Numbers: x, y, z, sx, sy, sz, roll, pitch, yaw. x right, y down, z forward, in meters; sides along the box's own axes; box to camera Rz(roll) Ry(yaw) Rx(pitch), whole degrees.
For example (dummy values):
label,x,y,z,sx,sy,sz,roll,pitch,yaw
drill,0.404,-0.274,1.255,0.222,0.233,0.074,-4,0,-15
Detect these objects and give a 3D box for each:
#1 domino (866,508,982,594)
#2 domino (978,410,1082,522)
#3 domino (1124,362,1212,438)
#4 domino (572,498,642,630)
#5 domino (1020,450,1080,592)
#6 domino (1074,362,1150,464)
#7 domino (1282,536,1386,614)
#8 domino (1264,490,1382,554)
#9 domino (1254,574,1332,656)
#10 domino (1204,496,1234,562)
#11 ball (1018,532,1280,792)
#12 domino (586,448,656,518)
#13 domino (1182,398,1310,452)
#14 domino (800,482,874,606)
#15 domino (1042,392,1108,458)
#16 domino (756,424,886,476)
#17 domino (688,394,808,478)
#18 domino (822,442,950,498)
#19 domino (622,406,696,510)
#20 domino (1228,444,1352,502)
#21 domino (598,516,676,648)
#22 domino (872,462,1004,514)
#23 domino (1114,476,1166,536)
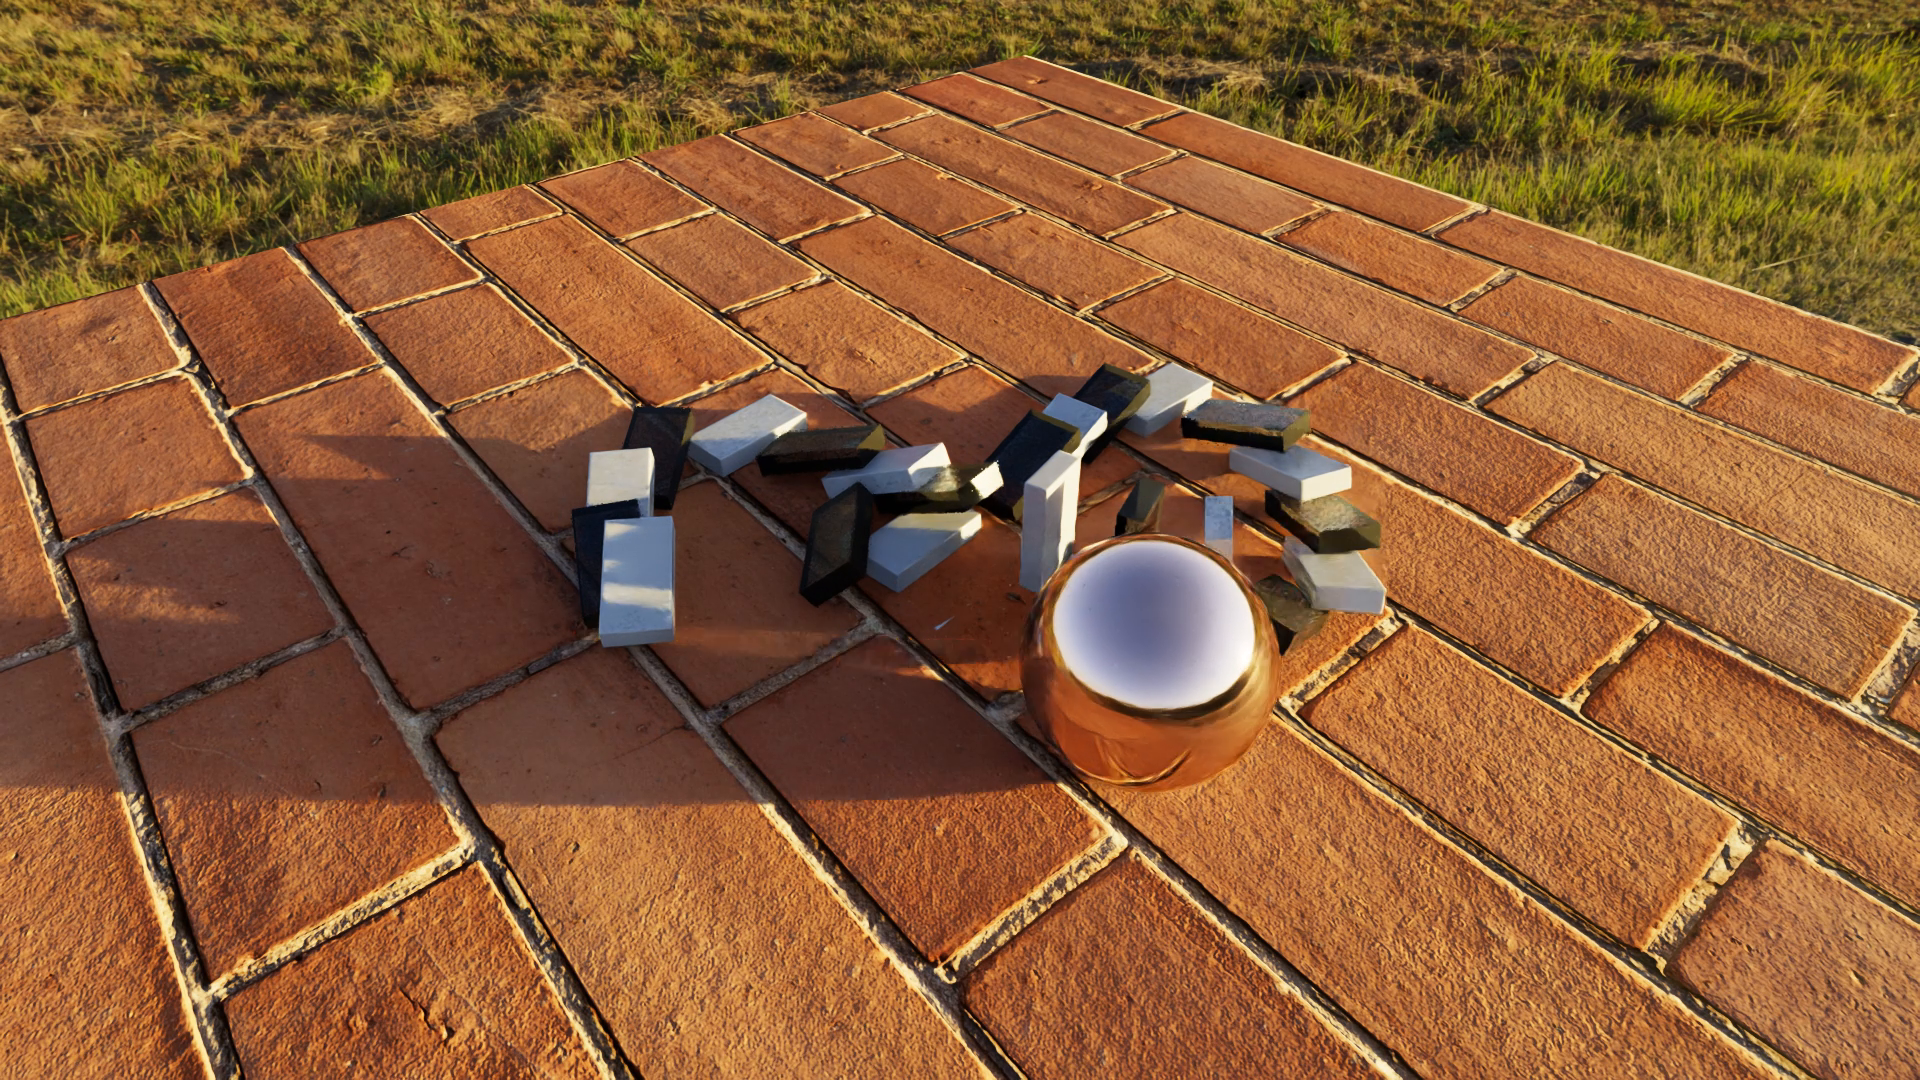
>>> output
label,x,y,z,sx,sy,sz,roll,pitch,yaw
domino,-0.017,0.000,0.444,0.025,0.009,0.050,29,47,30
domino,0.027,-0.032,0.467,0.025,0.010,0.050,26,62,28
domino,0.095,-0.068,0.526,0.050,0.010,0.025,-31,48,-32
domino,-0.133,0.009,0.422,0.025,0.010,0.050,-10,57,-12
domino,0.034,-0.006,0.419,0.010,0.050,0.025,23,45,26
domino,0.063,-0.059,0.505,0.025,0.009,0.050,28,62,29
domino,0.140,0.012,0.416,0.025,0.009,0.050,3,21,2
domino,0.145,-0.009,0.443,0.025,0.009,0.050,-6,22,-7
domino,0.114,0.026,0.393,0.025,0.010,0.050,33,23,25
domino,0.093,0.012,0.396,0.010,0.050,0.025,0,39,14
ball,0.058,0.037,0.342,0.080,0.080,0.080,0,39,0
domino,-0.139,-0.015,0.450,0.025,0.010,0.050,-5,56,-6
domino,0.129,-0.052,0.496,0.050,0.009,0.025,14,36,40
domino,-0.048,0.001,0.432,0.025,0.010,0.050,-31,33,23
domino,0.041,-0.041,0.484,0.025,0.010,0.050,26,62,29
domino,-0.060,-0.039,0.477,0.050,0.010,0.025,-3,27,24
domino,-0.097,-0.048,0.503,0.025,0.010,0.050,29,48,31
domino,-0.031,-0.029,0.461,0.050,0.010,0.025,-3,27,39
domino,-0.133,-0.036,0.478,0.025,0.010,0.050,2,54,3
domino,0.140,-0.031,0.470,0.025,0.009,0.050,-15,25,-18
domino,-0.119,0.015,0.408,0.025,0.010,0.050,-4,55,-8
domino,-0.010,-0.021,0.447,0.050,0.009,0.025,1,29,45
domino,0.064,0.005,0.406,0.010,0.050,0.025,17,42,20
